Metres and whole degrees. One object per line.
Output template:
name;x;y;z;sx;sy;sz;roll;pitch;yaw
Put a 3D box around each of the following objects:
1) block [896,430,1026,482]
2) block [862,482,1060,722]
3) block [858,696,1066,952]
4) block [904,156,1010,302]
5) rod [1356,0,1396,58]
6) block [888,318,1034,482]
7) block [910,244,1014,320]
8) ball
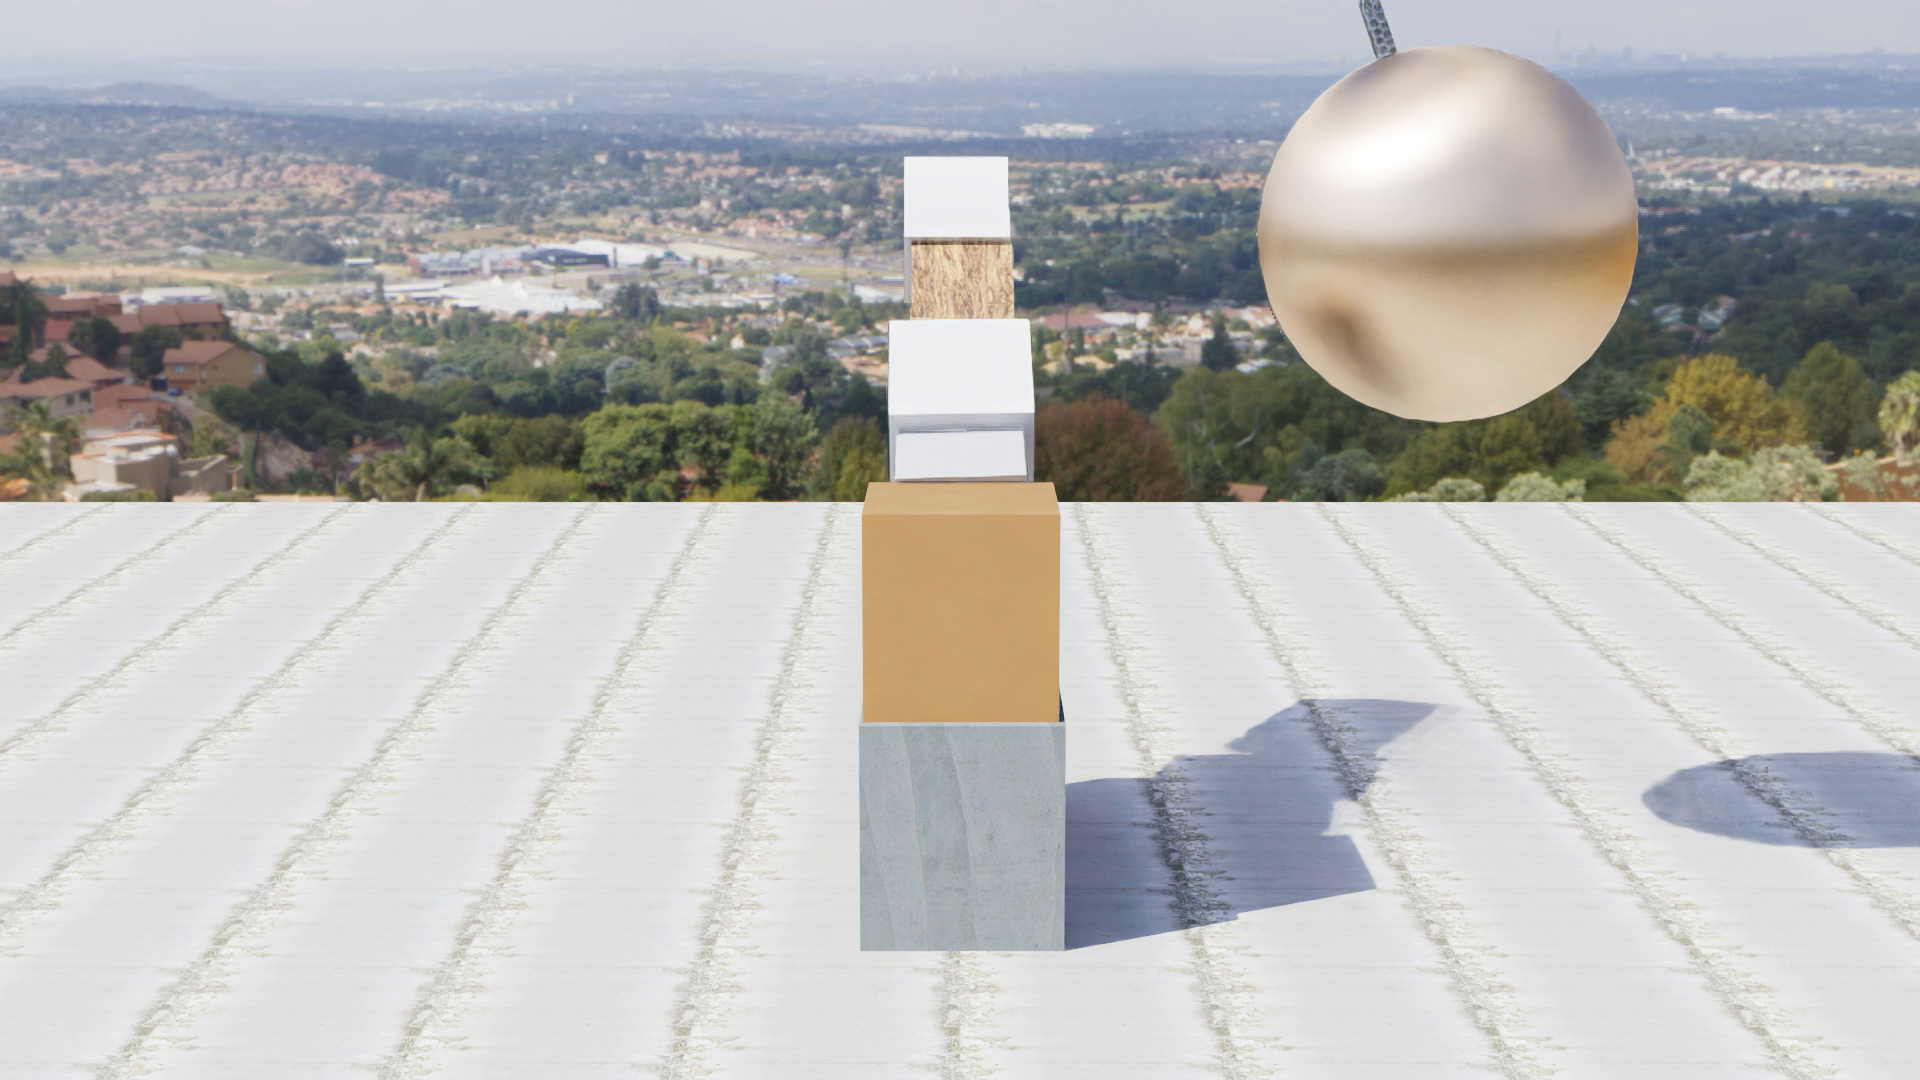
block;0.007;-0.137;11.279;0.561;0.525;0.490;-2;25;0
block;0.004;0.243;10.615;0.786;0.846;0.810;0;10;0
block;0.009;1.133;10.711;0.827;0.939;0.805;0;10;0
block;-0.020;-1.524;12.616;0.504;0.469;0.541;0;53;-1
rod;0.899;-4.442;10.373;0.080;5.200;0.080;-20;10;4
block;0.005;-0.541;11.843;0.646;0.645;0.746;-1;39;0
block;0.009;-1.062;12.321;0.482;0.485;0.528;0;53;0
ball;2.074;-1.303;10.943;1.600;1.600;1.600;0;10;0
